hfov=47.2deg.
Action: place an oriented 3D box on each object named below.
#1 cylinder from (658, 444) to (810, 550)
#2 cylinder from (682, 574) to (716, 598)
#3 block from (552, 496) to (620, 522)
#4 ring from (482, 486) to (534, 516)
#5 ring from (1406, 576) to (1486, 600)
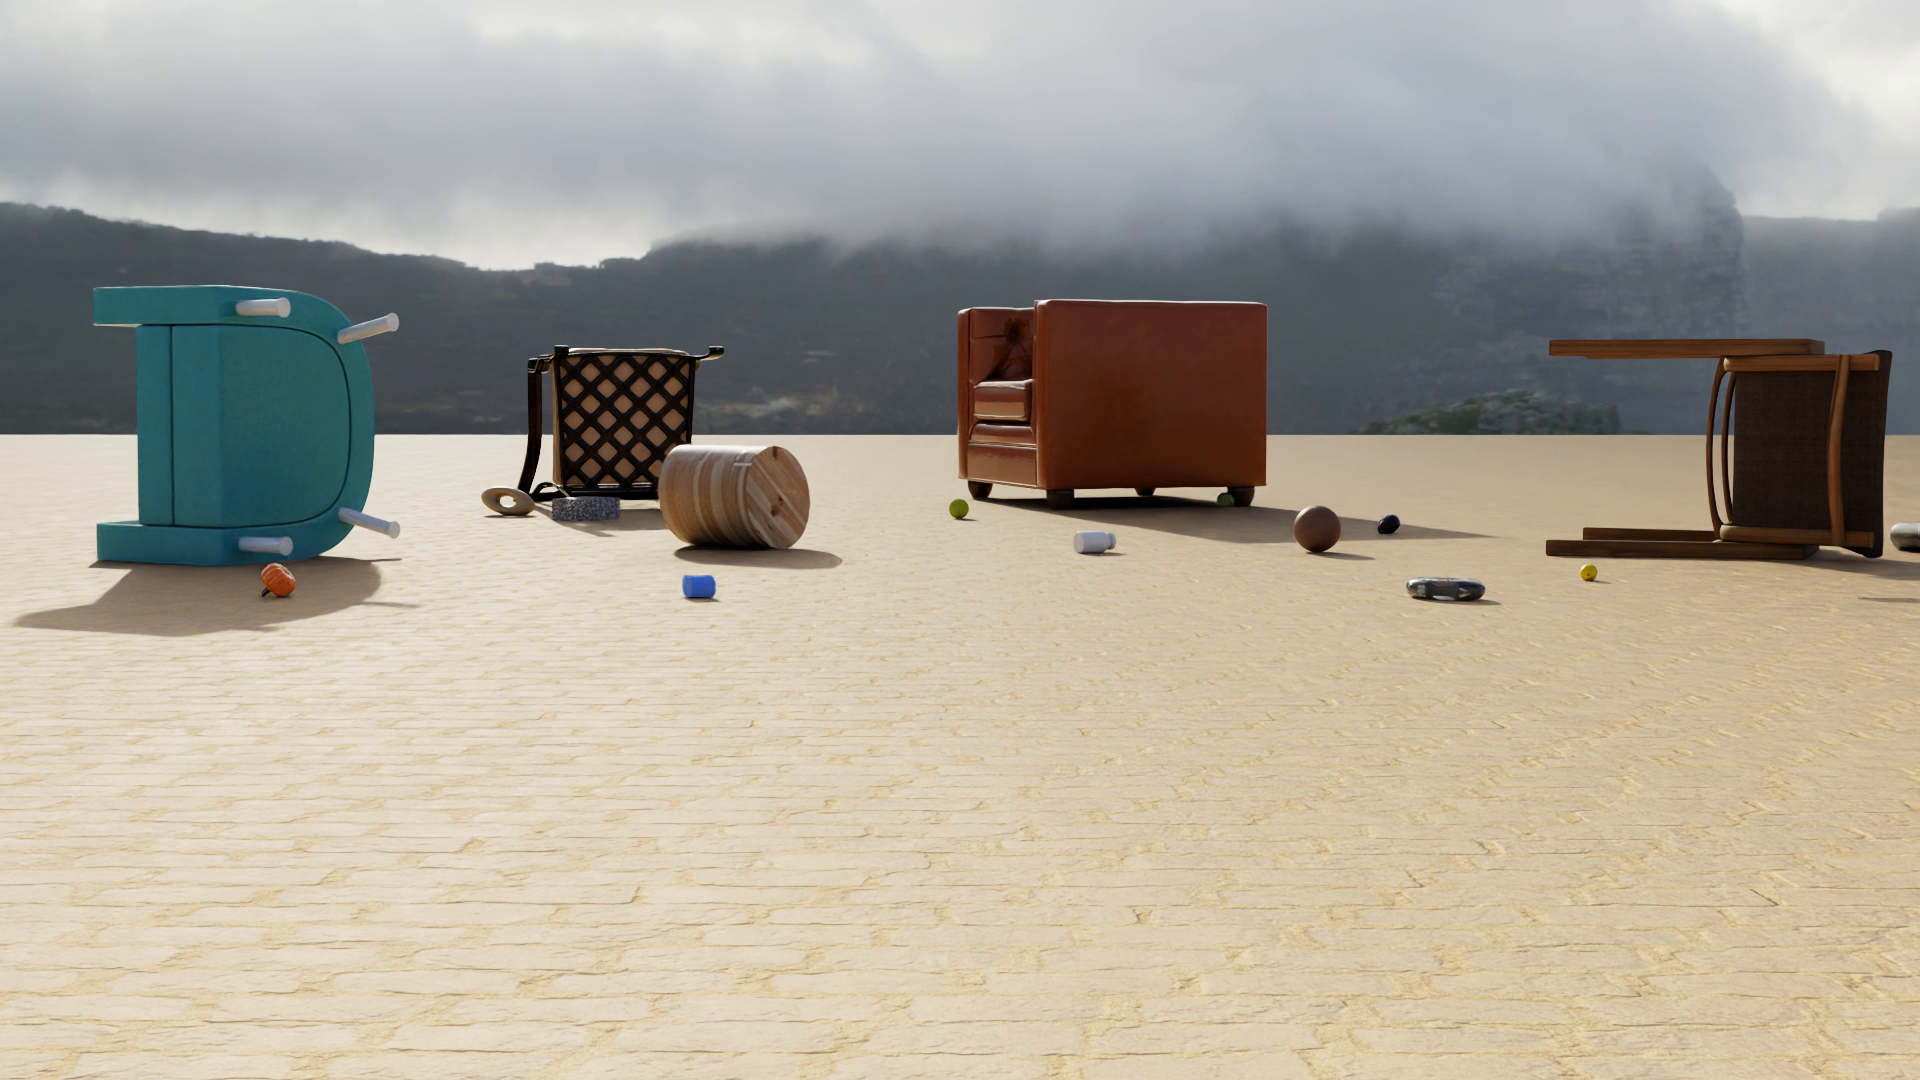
[{"bbox_3d":[-0.639,-0.124,6.227,0.312,0.273,0.314,2,-36,32],"label":"cylinder"},{"bbox_3d":[-0.563,0.099,4.741,0.053,0.050,0.062,-2,14,-28],"label":"cylinder"},{"bbox_3d":[-1.289,-0.108,7.588,0.147,0.074,0.196,2,4,25],"label":"block"},{"bbox_3d":[-1.613,-0.138,7.847,0.213,0.101,0.061,12,-4,17],"label":"ring"},{"bbox_3d":[1.041,0.104,4.718,0.132,0.044,0.184,-3,4,-42],"label":"ring"}]
